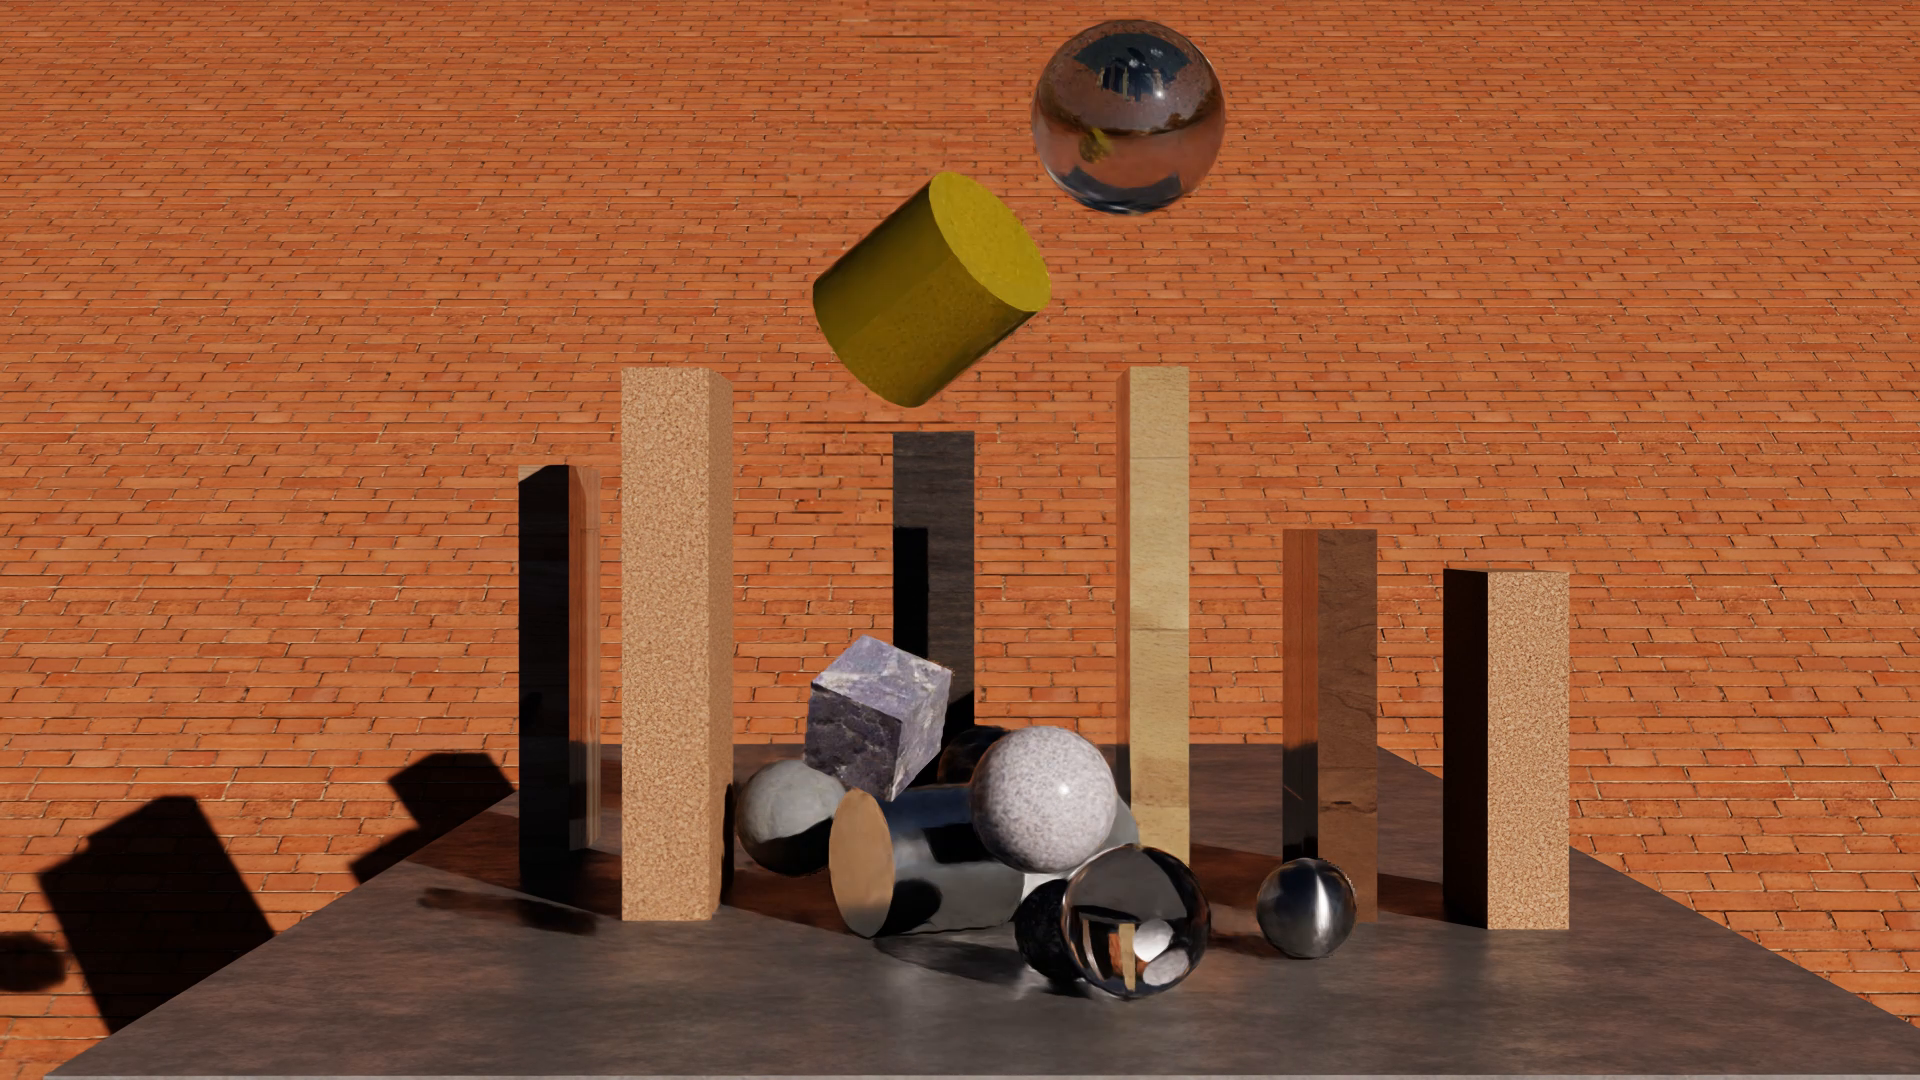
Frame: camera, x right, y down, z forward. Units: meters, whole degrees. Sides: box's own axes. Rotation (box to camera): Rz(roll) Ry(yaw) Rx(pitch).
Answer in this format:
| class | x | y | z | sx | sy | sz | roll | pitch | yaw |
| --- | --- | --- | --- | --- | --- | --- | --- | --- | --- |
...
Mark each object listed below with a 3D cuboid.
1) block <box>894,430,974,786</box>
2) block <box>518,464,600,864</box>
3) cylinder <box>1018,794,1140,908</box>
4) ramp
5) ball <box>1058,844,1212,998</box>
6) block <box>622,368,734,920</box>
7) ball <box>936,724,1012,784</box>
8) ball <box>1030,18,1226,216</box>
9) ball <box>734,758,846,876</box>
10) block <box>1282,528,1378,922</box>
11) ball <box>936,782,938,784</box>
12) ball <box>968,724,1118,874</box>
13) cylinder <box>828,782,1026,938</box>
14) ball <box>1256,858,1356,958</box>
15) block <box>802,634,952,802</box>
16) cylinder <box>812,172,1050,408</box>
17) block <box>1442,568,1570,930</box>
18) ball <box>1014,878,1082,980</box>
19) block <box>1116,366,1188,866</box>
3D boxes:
| class | x | y | z | sx | sy | sz | roll | pitch | yaw |
| --- | --- | --- | --- | --- | --- | --- | --- | --- | --- |
| block | -0.047 | 0.168 | 4.766 | 0.146 | 0.730 | 0.262 | 0 | 0 | 0 |
| block | -0.690 | 0.205 | 4.476 | 0.084 | 0.660 | 0.377 | 0 | 0 | 0 |
| cylinder | 0.124 | 0.435 | 3.722 | 0.207 | 0.207 | 0.207 | -11 | 4 | -18 |
| ramp | 0.065 | 0.584 | 4.632 | 2.000 | 0.100 | 4.000 | 0 | 0 | 0 |
| ball | 0.207 | 0.450 | 3.060 | 0.180 | 0.180 | 0.180 | 0 | 29 | 0 |
| block | -0.417 | 0.146 | 3.860 | 0.123 | 0.784 | 0.396 | 0 | 0 | 0 |
| ball | 0.048 | 0.404 | 4.424 | 0.176 | 0.176 | 0.176 | 0 | 29 | 0 |
| ball | 0.165 | -0.414 | 2.534 | 0.191 | 0.191 | 0.191 | 0 | 29 | 0 |
| ball | -0.251 | 0.417 | 3.895 | 0.175 | 0.175 | 0.175 | 0 | 29 | 0 |
| block | 0.546 | 0.261 | 3.841 | 0.084 | 0.554 | 0.397 | 0 | 0 | 0 |
| ball | 0.019 | 0.464 | 4.567 | 0.140 | 0.140 | 0.140 | 0 | 29 | 0 |
| ball | 0.108 | 0.342 | 3.407 | 0.197 | 0.197 | 0.197 | 0 | 29 | 0 |
| cylinder | -0.046 | 0.439 | 3.566 | 0.202 | 0.202 | 0.202 | 0 | 26 | -28 |
| ball | 0.448 | 0.476 | 3.346 | 0.129 | 0.129 | 0.129 | 0 | 29 | 0 |
| block | -0.094 | 0.201 | 2.930 | 0.116 | 0.116 | 0.116 | 22 | 35 | 20 |
| cylinder | -0.026 | -0.226 | 2.340 | 0.153 | 0.153 | 0.153 | -37 | 14 | 29 |
| block | 0.787 | 0.291 | 3.746 | 0.113 | 0.495 | 0.331 | 0 | 0 | 0 |
| ball | 0.130 | 0.480 | 3.188 | 0.124 | 0.124 | 0.124 | 0 | 29 | 0 |
| block | 0.288 | 0.143 | 3.899 | 0.085 | 0.789 | 0.328 | 0 | 0 | 0 |
